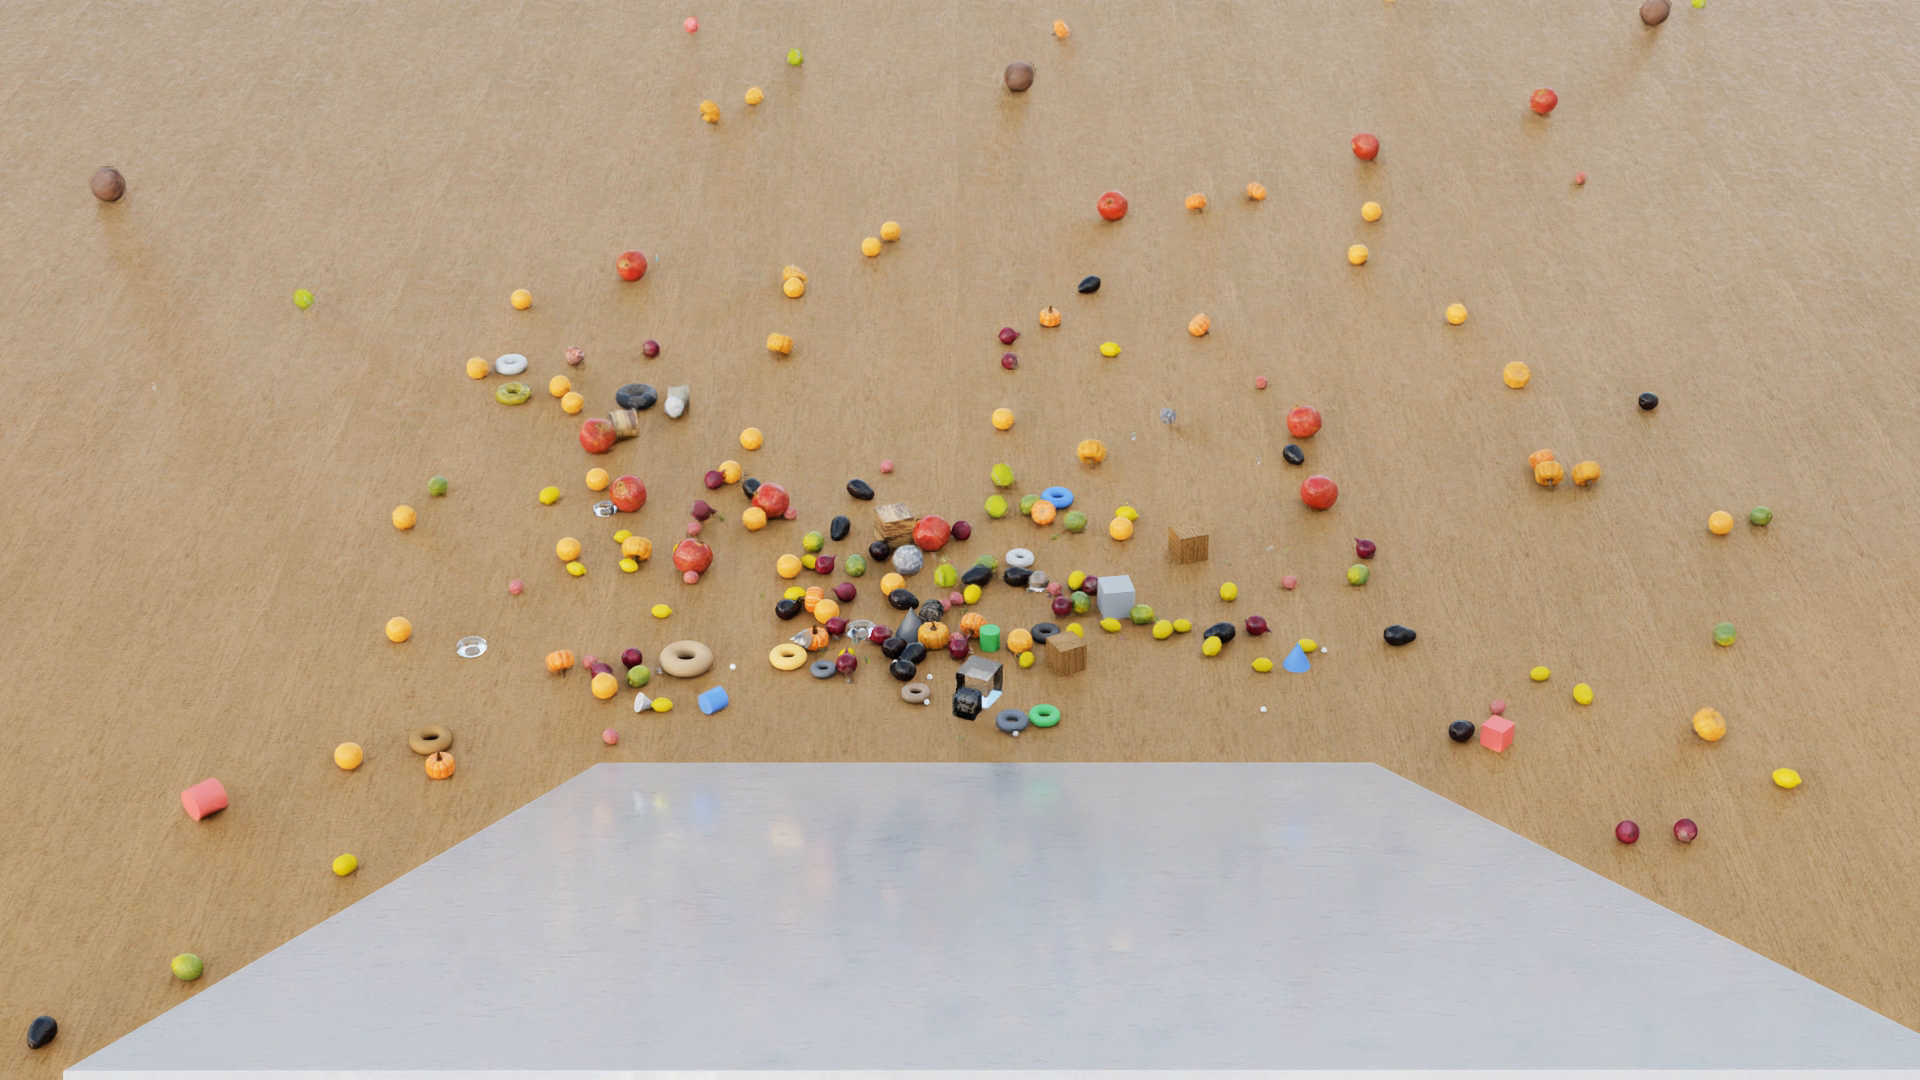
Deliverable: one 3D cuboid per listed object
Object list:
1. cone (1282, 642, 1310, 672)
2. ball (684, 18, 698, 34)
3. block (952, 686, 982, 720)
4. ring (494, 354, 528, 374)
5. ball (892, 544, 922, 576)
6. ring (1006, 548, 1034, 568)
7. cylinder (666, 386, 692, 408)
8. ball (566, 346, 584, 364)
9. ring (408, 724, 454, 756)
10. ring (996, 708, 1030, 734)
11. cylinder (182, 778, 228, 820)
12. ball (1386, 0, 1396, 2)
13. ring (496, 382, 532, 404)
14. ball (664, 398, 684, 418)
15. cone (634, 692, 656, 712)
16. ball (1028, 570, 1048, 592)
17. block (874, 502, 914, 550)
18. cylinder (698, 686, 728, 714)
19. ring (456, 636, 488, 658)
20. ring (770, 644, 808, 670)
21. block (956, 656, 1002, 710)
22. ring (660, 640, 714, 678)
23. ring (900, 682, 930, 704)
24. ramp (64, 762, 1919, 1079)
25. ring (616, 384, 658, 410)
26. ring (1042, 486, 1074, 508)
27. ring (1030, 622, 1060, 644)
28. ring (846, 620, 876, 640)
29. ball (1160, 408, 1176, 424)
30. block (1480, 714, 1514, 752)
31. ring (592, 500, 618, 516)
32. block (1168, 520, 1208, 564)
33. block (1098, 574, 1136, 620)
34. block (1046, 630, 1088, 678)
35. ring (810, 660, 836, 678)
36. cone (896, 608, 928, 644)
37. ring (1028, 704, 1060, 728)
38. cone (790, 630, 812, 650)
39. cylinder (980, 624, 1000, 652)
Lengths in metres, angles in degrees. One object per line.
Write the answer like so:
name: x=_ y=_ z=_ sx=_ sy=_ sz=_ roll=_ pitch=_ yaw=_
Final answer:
cone: x=0.940 y=0.316 z=7.208 sx=0.077 sy=0.077 sz=0.077 roll=0 pitch=31 yaw=0
ball: x=-1.201 y=-2.301 z=11.578 sx=0.067 sy=0.067 sz=0.067 roll=0 pitch=31 yaw=0
block: x=0.021 y=0.443 z=7.013 sx=0.060 sy=0.060 sz=0.060 roll=14 pitch=34 yaw=22
ring: x=-1.518 y=-0.594 z=8.764 sx=0.111 sy=0.037 sz=0.111 roll=-1 pitch=32 yaw=1
ball: x=-0.155 y=0.058 z=7.625 sx=0.090 sy=0.090 sz=0.090 roll=0 pitch=31 yaw=0
ring: x=0.178 y=0.054 z=7.692 sx=0.086 sy=0.029 sz=0.086 roll=0 pitch=30 yaw=0
cylinder: x=-0.927 y=-0.470 z=8.526 sx=0.069 sy=0.069 sz=0.069 roll=10 pitch=26 yaw=-23
ball: x=-1.309 y=-0.625 z=8.792 sx=0.061 sy=0.061 sz=0.061 roll=0 pitch=31 yaw=0
ring: x=-1.407 y=0.530 z=6.889 sx=0.117 sy=0.039 sz=0.117 roll=1 pitch=31 yaw=-1
ring: x=0.140 y=0.487 z=6.969 sx=0.091 sy=0.030 sz=0.091 roll=1 pitch=31 yaw=-1
cylinder: x=-1.931 y=0.663 z=6.623 sx=0.082 sy=0.082 sz=0.082 roll=26 pitch=40 yaw=36
ball: x=1.987 y=-2.523 z=11.929 sx=0.087 sy=0.087 sz=0.087 roll=0 pitch=31 yaw=0
ring: x=-1.478 y=-0.485 z=8.580 sx=0.117 sy=0.039 sz=0.117 roll=0 pitch=33 yaw=0
ball: x=-0.935 y=-0.434 z=8.467 sx=0.067 sy=0.067 sz=0.067 roll=0 pitch=31 yaw=0
cone: x=-0.848 y=0.446 z=7.041 sx=0.055 sy=0.055 sz=0.055 roll=15 pitch=22 yaw=-31
ball: x=0.229 y=0.120 z=7.550 sx=0.060 sy=0.060 sz=0.060 roll=0 pitch=31 yaw=0
block: x=-0.198 y=-0.042 z=7.787 sx=0.095 sy=0.095 sz=0.095 roll=-11 pitch=33 yaw=-18
cylinder: x=-0.670 y=0.434 z=7.028 sx=0.059 sy=0.059 sz=0.059 roll=-27 pitch=40 yaw=-37
ring: x=-1.374 y=0.300 z=7.281 sx=0.088 sy=0.029 sz=0.088 roll=-1 pitch=30 yaw=1
ring: x=-0.480 y=0.326 z=7.233 sx=0.105 sy=0.035 sz=0.105 roll=0 pitch=32 yaw=0
block: x=0.053 y=0.389 z=7.070 sx=0.095 sy=0.095 sz=0.095 roll=15 pitch=34 yaw=23
ring: x=-0.762 y=0.331 z=7.210 sx=0.149 sy=0.050 sz=0.149 roll=1 pitch=30 yaw=-1
ring: x=-0.121 y=0.419 z=7.084 sx=0.083 sy=0.028 sz=0.083 roll=1 pitch=30 yaw=-1
ramp: x=0.069 y=0.612 z=4.685 sx=2.000 sy=0.100 sz=4.000 roll=0 pitch=0 yaw=0
ring: x=-1.069 y=-0.473 z=8.554 sx=0.139 sy=0.046 sz=0.139 roll=1 pitch=31 yaw=-1
ring: x=0.300 y=-0.131 z=7.994 sx=0.102 sy=0.034 sz=0.102 roll=0 pitch=32 yaw=0
ring: x=0.243 y=0.264 z=7.342 sx=0.087 sy=0.029 sz=0.087 roll=0 pitch=32 yaw=0
ring: x=-0.281 y=0.255 z=7.356 sx=0.087 sy=0.029 sz=0.087 roll=0 pitch=30 yaw=0
ball: x=0.679 y=-0.402 z=8.431 sx=0.050 sy=0.050 sz=0.050 roll=0 pitch=31 yaw=0
block: x=1.430 y=0.515 z=6.890 sx=0.062 sy=0.062 sz=0.062 roll=24 pitch=38 yaw=34
ring: x=-1.090 y=-0.097 z=7.946 sx=0.076 sy=0.025 sz=0.076 roll=-1 pitch=30 yaw=1
block: x=0.680 y=0.007 z=7.710 sx=0.090 sy=0.090 sz=0.090 roll=-10 pitch=32 yaw=-16
block: x=0.449 y=0.166 z=7.446 sx=0.090 sy=0.090 sz=0.090 roll=-5 pitch=31 yaw=-8
block: x=0.295 y=0.316 z=7.202 sx=0.084 sy=0.084 sz=0.084 roll=-15 pitch=34 yaw=-24
ring: x=-0.379 y=0.359 z=7.187 sx=0.075 sy=0.025 sz=0.075 roll=-1 pitch=30 yaw=1
cone: x=-0.138 y=0.228 z=7.339 sx=0.093 sy=0.093 sz=0.093 roll=0 pitch=31 yaw=0
ring: x=0.228 y=0.474 z=6.991 sx=0.087 sy=0.029 sz=0.087 roll=-1 pitch=32 yaw=1
cone: x=-0.456 y=0.278 z=7.253 sx=0.057 sy=0.057 sz=0.057 roll=4 pitch=21 yaw=-43
cylinder: x=0.084 y=0.277 z=7.293 sx=0.057 sy=0.057 sz=0.057 roll=0 pitch=31 yaw=0
